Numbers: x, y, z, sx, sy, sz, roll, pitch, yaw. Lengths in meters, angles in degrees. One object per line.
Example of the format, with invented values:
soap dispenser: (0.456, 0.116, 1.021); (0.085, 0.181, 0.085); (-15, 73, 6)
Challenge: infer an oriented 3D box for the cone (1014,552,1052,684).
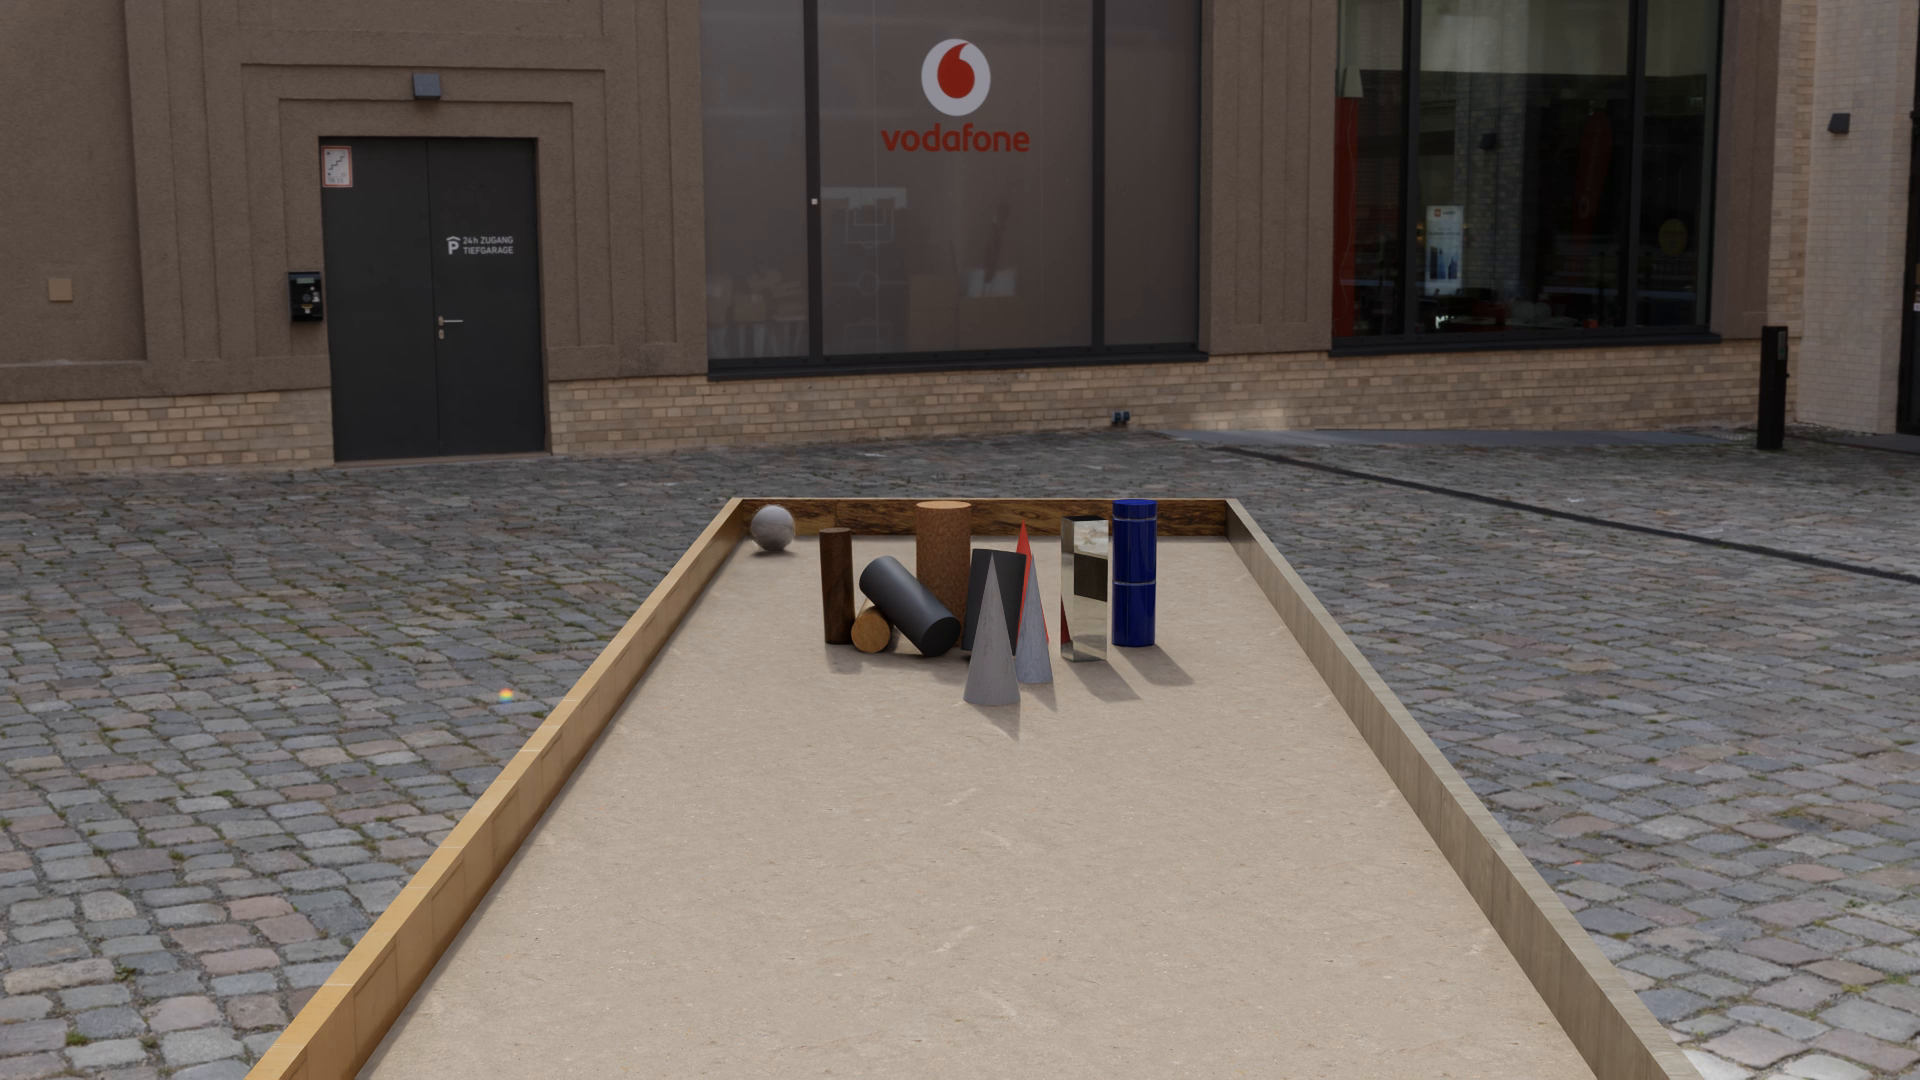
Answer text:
cone: (0.211, 0.219, 6.416); (0.122, 0.378, 0.122); (0, 9, 0)

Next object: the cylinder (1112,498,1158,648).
cylinder: (0.548, 0.103, 6.916); (0.139, 0.451, 0.139); (0, 9, 0)

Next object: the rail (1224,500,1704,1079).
rail: (1.046, 0.843, 3.208); (0.050, 0.150, 12.000); (0, 9, 1)

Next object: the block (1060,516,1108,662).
block: (0.378, 0.148, 6.695); (0.110, 0.432, 0.110); (-3, 9, -17)

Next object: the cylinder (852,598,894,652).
cylinder: (-0.267, 0.256, 7.006); (0.121, 0.121, 0.424); (0, 9, 3)

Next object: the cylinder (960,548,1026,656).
cylinder: (0.104, 0.191, 6.715); (0.168, 0.310, 0.168); (7, -4, 0)

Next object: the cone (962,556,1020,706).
cone: (0.090, 0.239, 6.159); (0.164, 0.419, 0.164); (0, 9, 0)

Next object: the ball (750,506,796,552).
ball: (-0.741, -0.045, 8.723); (0.179, 0.179, 0.179); (0, 9, 0)

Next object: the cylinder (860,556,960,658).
cylinder: (-0.157, 0.204, 6.817); (0.150, 0.150, 0.347); (-7, 37, -38)

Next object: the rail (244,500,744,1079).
rail: (-1.004, 0.839, 3.234); (0.050, 0.150, 12.000); (0, 9, 1)

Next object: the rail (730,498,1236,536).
rail: (0.099, -0.098, 9.147); (2.100, 0.150, 0.050); (0, 9, 1)

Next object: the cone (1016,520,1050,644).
cone: (0.200, 0.124, 6.953); (0.166, 0.399, 0.166); (0, 9, 0)

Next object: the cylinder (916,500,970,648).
cylinder: (-0.052, 0.107, 6.928); (0.171, 0.440, 0.171); (0, 9, 0)

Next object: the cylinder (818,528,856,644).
cylinder: (-0.386, 0.144, 6.950); (0.102, 0.355, 0.102); (-2, 8, 0)
